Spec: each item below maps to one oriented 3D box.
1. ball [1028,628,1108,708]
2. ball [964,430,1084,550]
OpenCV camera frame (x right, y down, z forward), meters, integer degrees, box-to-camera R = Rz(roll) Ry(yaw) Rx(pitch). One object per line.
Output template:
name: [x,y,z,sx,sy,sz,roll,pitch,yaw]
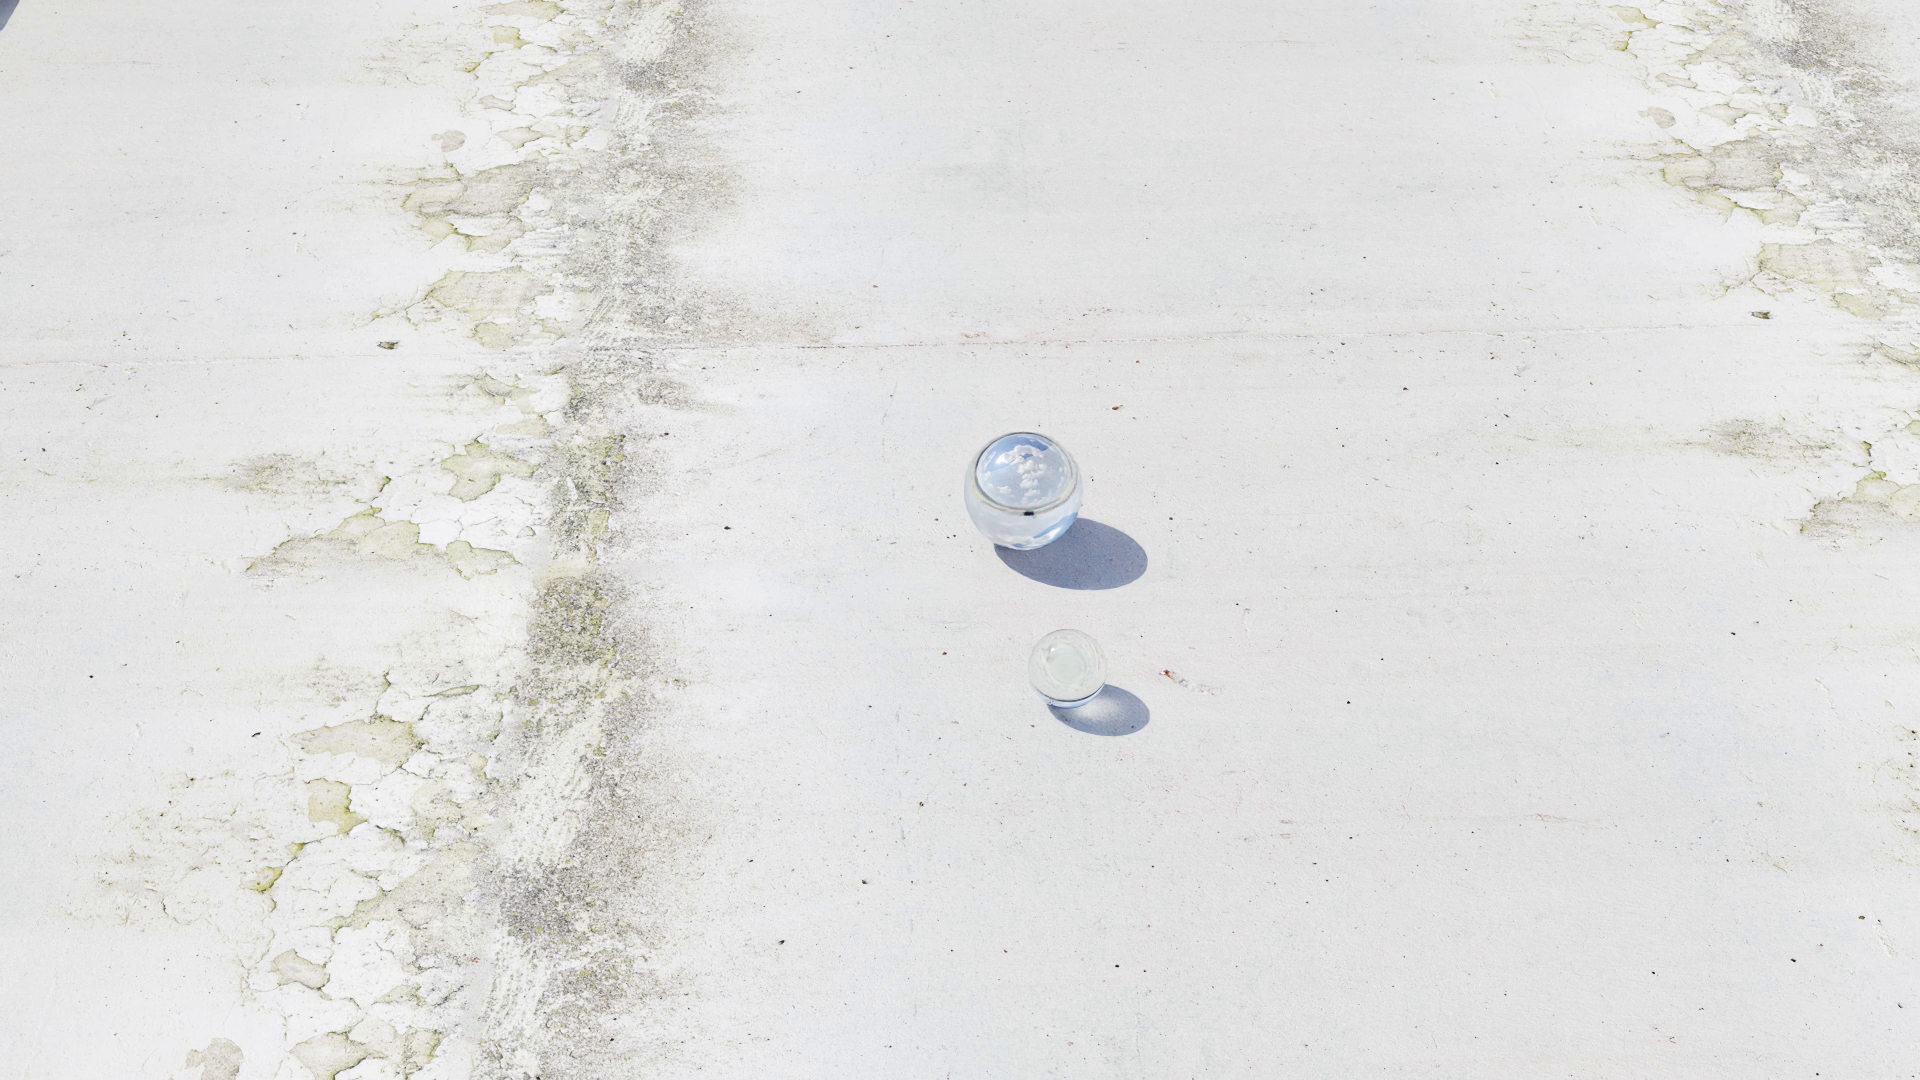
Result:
ball: [0.063,0.076,1.514,0.047,0.047,0.047,0,36,0]
ball: [0.040,-0.032,1.635,0.077,0.077,0.077,0,36,0]
